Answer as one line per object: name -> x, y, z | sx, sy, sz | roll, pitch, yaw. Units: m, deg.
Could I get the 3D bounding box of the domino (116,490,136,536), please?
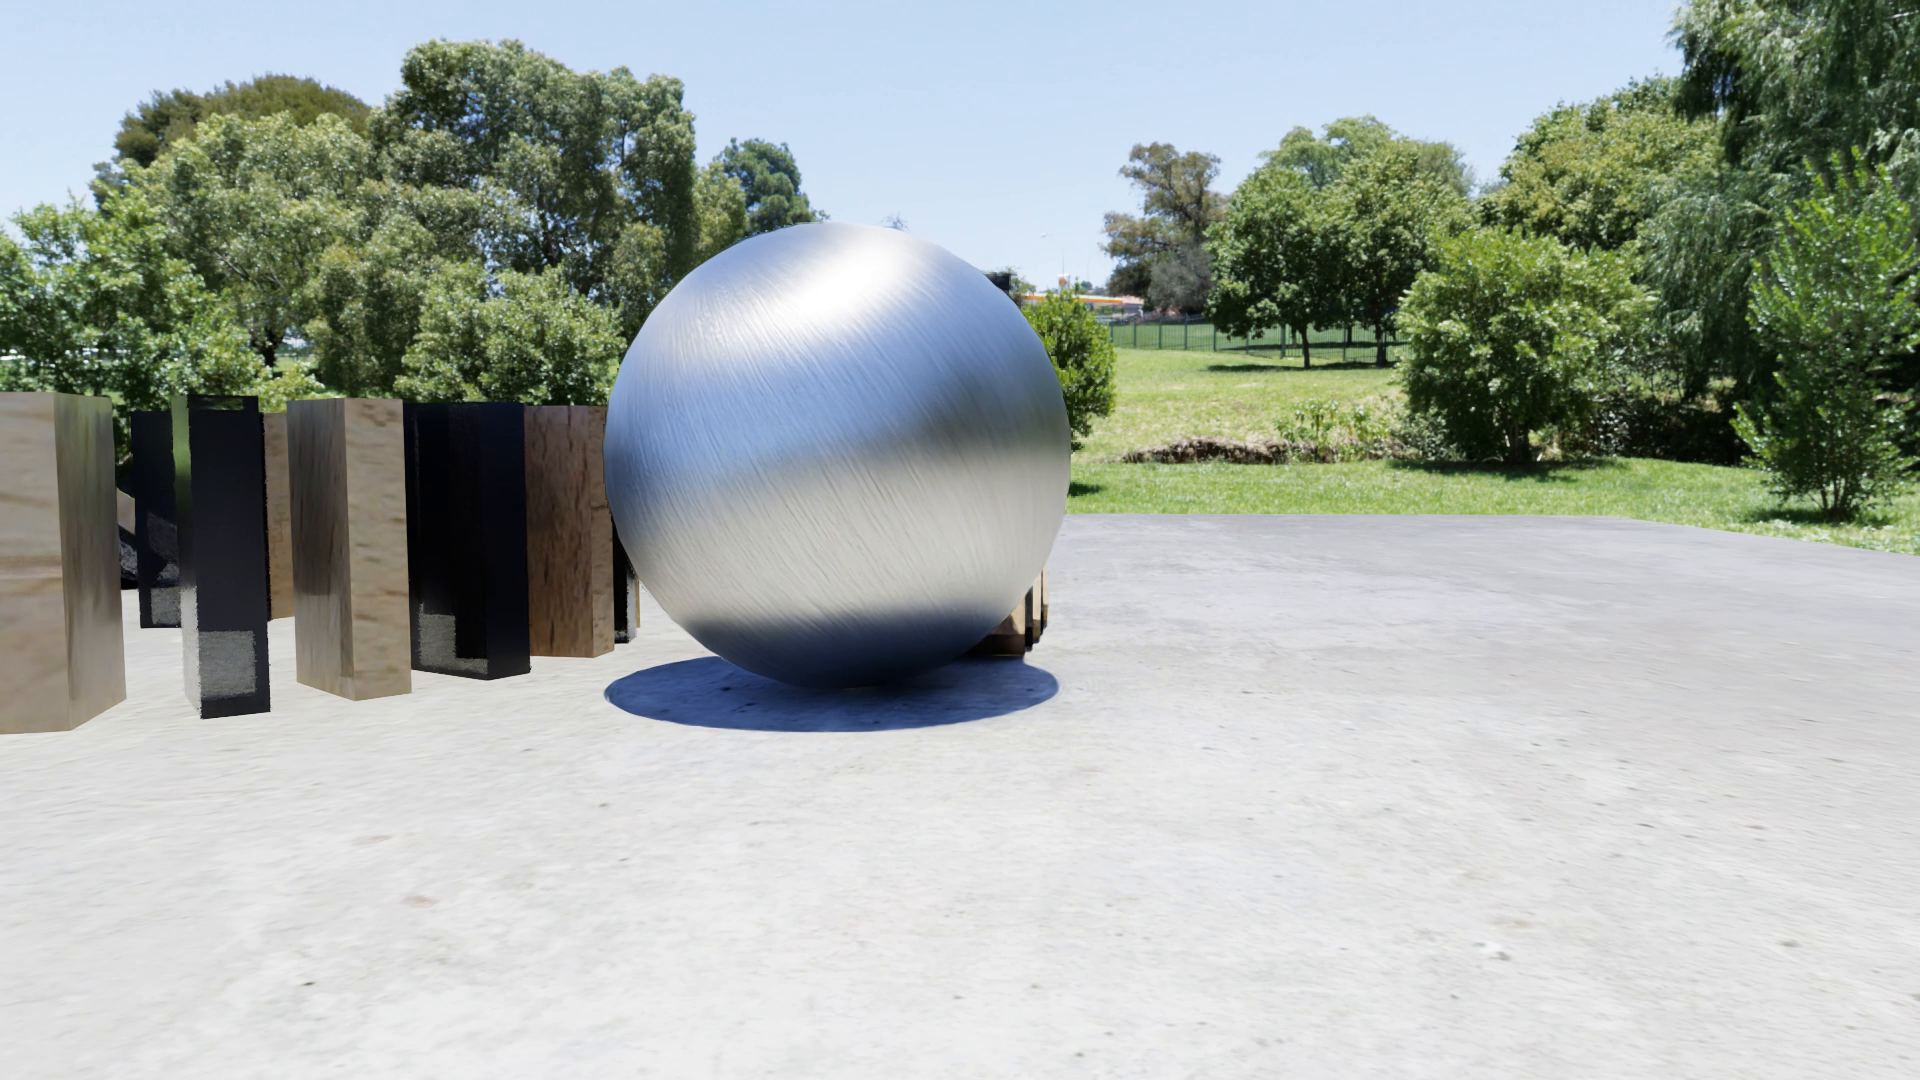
domino -> -0.249, -0.005, 0.389 | 0.050, 0.009, 0.025 | 41, -22, -33

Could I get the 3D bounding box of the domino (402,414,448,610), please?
domino -> -0.144, -0.008, 0.338 | 0.009, 0.050, 0.025 | 0, 4, -6

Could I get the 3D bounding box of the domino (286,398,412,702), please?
domino -> -0.106, 0.001, 0.222 | 0.025, 0.050, 0.010 | 4, 6, 43

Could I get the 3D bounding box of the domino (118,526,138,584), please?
domino -> -0.258, -0.004, 0.371 | 0.025, 0.009, 0.050 | 2, -33, 34

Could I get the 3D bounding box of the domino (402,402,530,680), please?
domino -> -0.093, 0.000, 0.239 | 0.025, 0.050, 0.009 | 3, 5, 32

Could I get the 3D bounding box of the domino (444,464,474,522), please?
domino -> -0.154, -0.008, 0.437 | 0.050, 0.009, 0.025 | 34, 3, -3

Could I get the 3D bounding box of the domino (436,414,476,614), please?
domino -> -0.123, -0.008, 0.334 | 0.009, 0.050, 0.025 | 2, 5, 20

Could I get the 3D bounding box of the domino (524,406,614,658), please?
domino -> -0.084, -0.002, 0.260 | 0.025, 0.050, 0.009 | 1, 4, 10

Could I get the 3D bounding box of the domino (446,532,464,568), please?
domino -> -0.191, -0.008, 0.427 | 0.050, 0.009, 0.025 | 36, -6, -13

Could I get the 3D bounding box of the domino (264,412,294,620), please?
domino -> -0.176, -0.006, 0.319 | 0.025, 0.050, 0.009 | 3, 5, 32

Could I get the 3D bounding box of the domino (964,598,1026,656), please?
domino -> 0.001, -0.001, 0.267 | 0.025, 0.050, 0.010 | 0, -30, 4

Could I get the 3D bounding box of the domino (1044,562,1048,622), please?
domino -> 0.008, -0.004, 0.313 | 0.025, 0.050, 0.009 | -1, -30, 1

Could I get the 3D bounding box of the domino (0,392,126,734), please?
domino -> -0.140, 0.003, 0.199 | 0.009, 0.050, 0.025 | -1, 4, -17

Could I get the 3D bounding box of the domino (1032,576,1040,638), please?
domino -> 0.006, -0.003, 0.290 | 0.025, 0.050, 0.009 | 0, -30, 4

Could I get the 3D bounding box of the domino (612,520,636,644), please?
domino -> -0.084, -0.003, 0.276 | 0.025, 0.050, 0.009 | 0, 4, -4

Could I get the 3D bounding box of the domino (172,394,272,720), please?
domino -> -0.121, 0.002, 0.209 | 0.009, 0.050, 0.025 | -3, 5, -36

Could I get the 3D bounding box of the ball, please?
ball -> -0.021, -0.014, 0.223 | 0.080, 0.080, 0.080 | 0, 4, 0

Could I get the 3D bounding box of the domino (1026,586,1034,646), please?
domino -> 0.003, -0.002, 0.279 | 0.025, 0.050, 0.010 | 0, -30, 4

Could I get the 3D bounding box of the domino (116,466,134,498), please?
domino -> -0.236, -0.006, 0.402 | 0.050, 0.009, 0.025 | 39, -16, -26

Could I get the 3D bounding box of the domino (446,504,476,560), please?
domino -> -0.175, -0.009, 0.432 | 0.050, 0.009, 0.025 | 35, -4, -9

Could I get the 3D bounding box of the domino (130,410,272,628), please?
domino -> -0.177, -0.005, 0.300 | 0.025, 0.050, 0.009 | -1, 4, -8

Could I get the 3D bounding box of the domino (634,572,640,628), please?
domino -> -0.087, -0.005, 0.296 | 0.025, 0.050, 0.009 | -1, 4, -16

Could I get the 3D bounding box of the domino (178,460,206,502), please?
domino -> -0.222, -0.007, 0.412 | 0.050, 0.009, 0.025 | 38, -13, -22

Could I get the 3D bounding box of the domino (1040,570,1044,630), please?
domino -> 0.007, -0.003, 0.301 | 0.025, 0.050, 0.009 | 0, -30, 4
